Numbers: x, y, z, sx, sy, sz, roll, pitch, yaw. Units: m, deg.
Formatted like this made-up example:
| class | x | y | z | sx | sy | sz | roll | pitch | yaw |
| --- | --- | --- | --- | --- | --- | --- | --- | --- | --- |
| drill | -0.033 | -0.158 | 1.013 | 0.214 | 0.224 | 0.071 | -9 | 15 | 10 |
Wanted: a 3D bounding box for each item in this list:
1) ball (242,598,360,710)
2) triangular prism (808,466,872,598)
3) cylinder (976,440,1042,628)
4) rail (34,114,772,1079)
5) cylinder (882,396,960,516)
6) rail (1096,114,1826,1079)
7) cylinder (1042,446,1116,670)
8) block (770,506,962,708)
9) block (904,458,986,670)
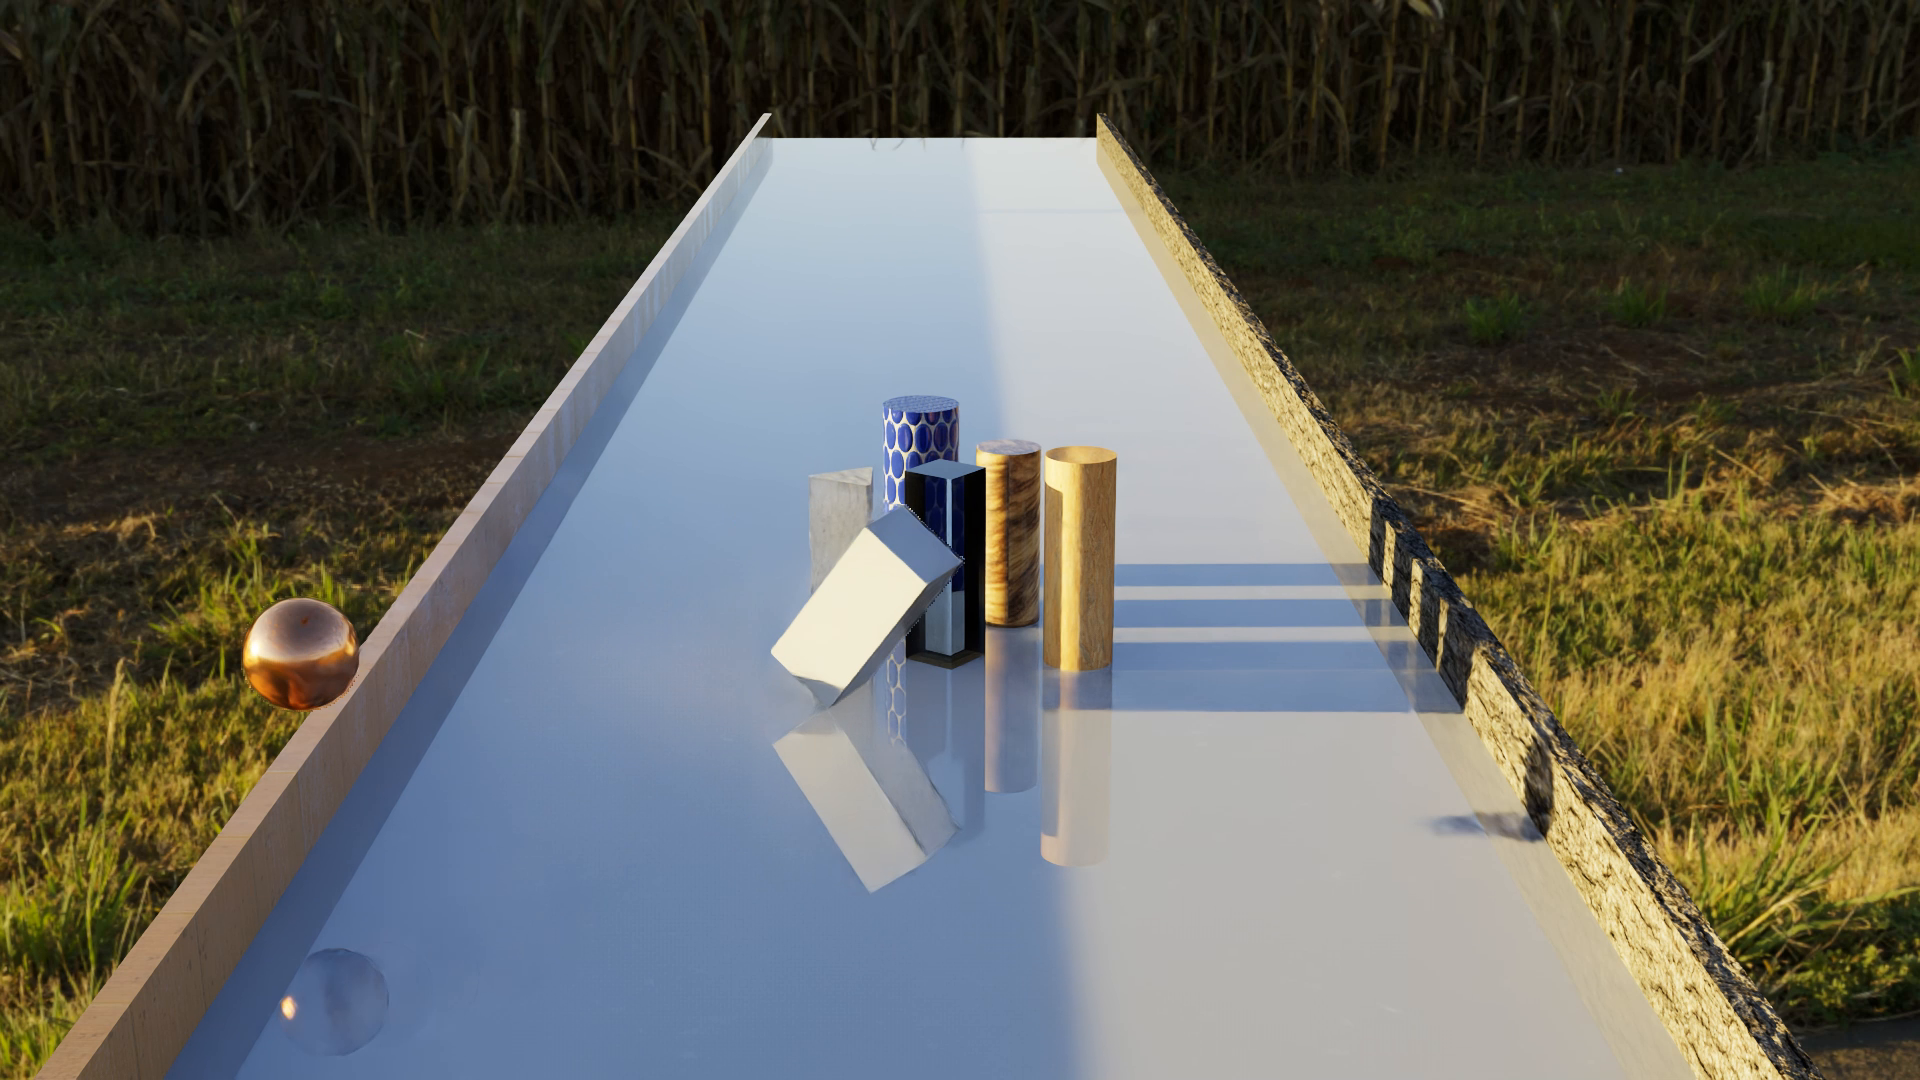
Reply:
| class | x | y | z | sx | sy | sz | roll | pitch | yaw |
| --- | --- | --- | --- | --- | --- | --- | --- | --- | --- |
| ball | -1.055 | 0.182 | 3.523 | 0.181 | 0.181 | 0.181 | 0 | 17 | 0 |
| triangular prism | -0.221 | 0.004 | 4.684 | 0.150 | 0.301 | 0.130 | 9 | 19 | 29 |
| cylinder | 0.101 | -0.014 | 4.617 | 0.135 | 0.374 | 0.135 | 0 | 17 | 0 |
| rail | -1.118 | -0.838 | 7.780 | 0.050 | 0.150 | 12.000 | 0 | 17 | -1 |
| cylinder | -0.086 | -0.109 | 4.898 | 0.169 | 0.397 | 0.169 | 0 | 17 | 0 |
| rail | 0.932 | -0.844 | 7.801 | 0.050 | 0.150 | 12.000 | 0 | 17 | -1 |
| cylinder | 0.237 | 0.036 | 4.362 | 0.141 | 0.424 | 0.141 | 0 | 17 | 0 |
| block | -0.179 | 0.127 | 4.155 | 0.156 | 0.343 | 0.156 | 43 | 28 | 8 |
| block | -0.029 | 0.047 | 4.382 | 0.115 | 0.391 | 0.115 | 12 | 20 | 35 |
